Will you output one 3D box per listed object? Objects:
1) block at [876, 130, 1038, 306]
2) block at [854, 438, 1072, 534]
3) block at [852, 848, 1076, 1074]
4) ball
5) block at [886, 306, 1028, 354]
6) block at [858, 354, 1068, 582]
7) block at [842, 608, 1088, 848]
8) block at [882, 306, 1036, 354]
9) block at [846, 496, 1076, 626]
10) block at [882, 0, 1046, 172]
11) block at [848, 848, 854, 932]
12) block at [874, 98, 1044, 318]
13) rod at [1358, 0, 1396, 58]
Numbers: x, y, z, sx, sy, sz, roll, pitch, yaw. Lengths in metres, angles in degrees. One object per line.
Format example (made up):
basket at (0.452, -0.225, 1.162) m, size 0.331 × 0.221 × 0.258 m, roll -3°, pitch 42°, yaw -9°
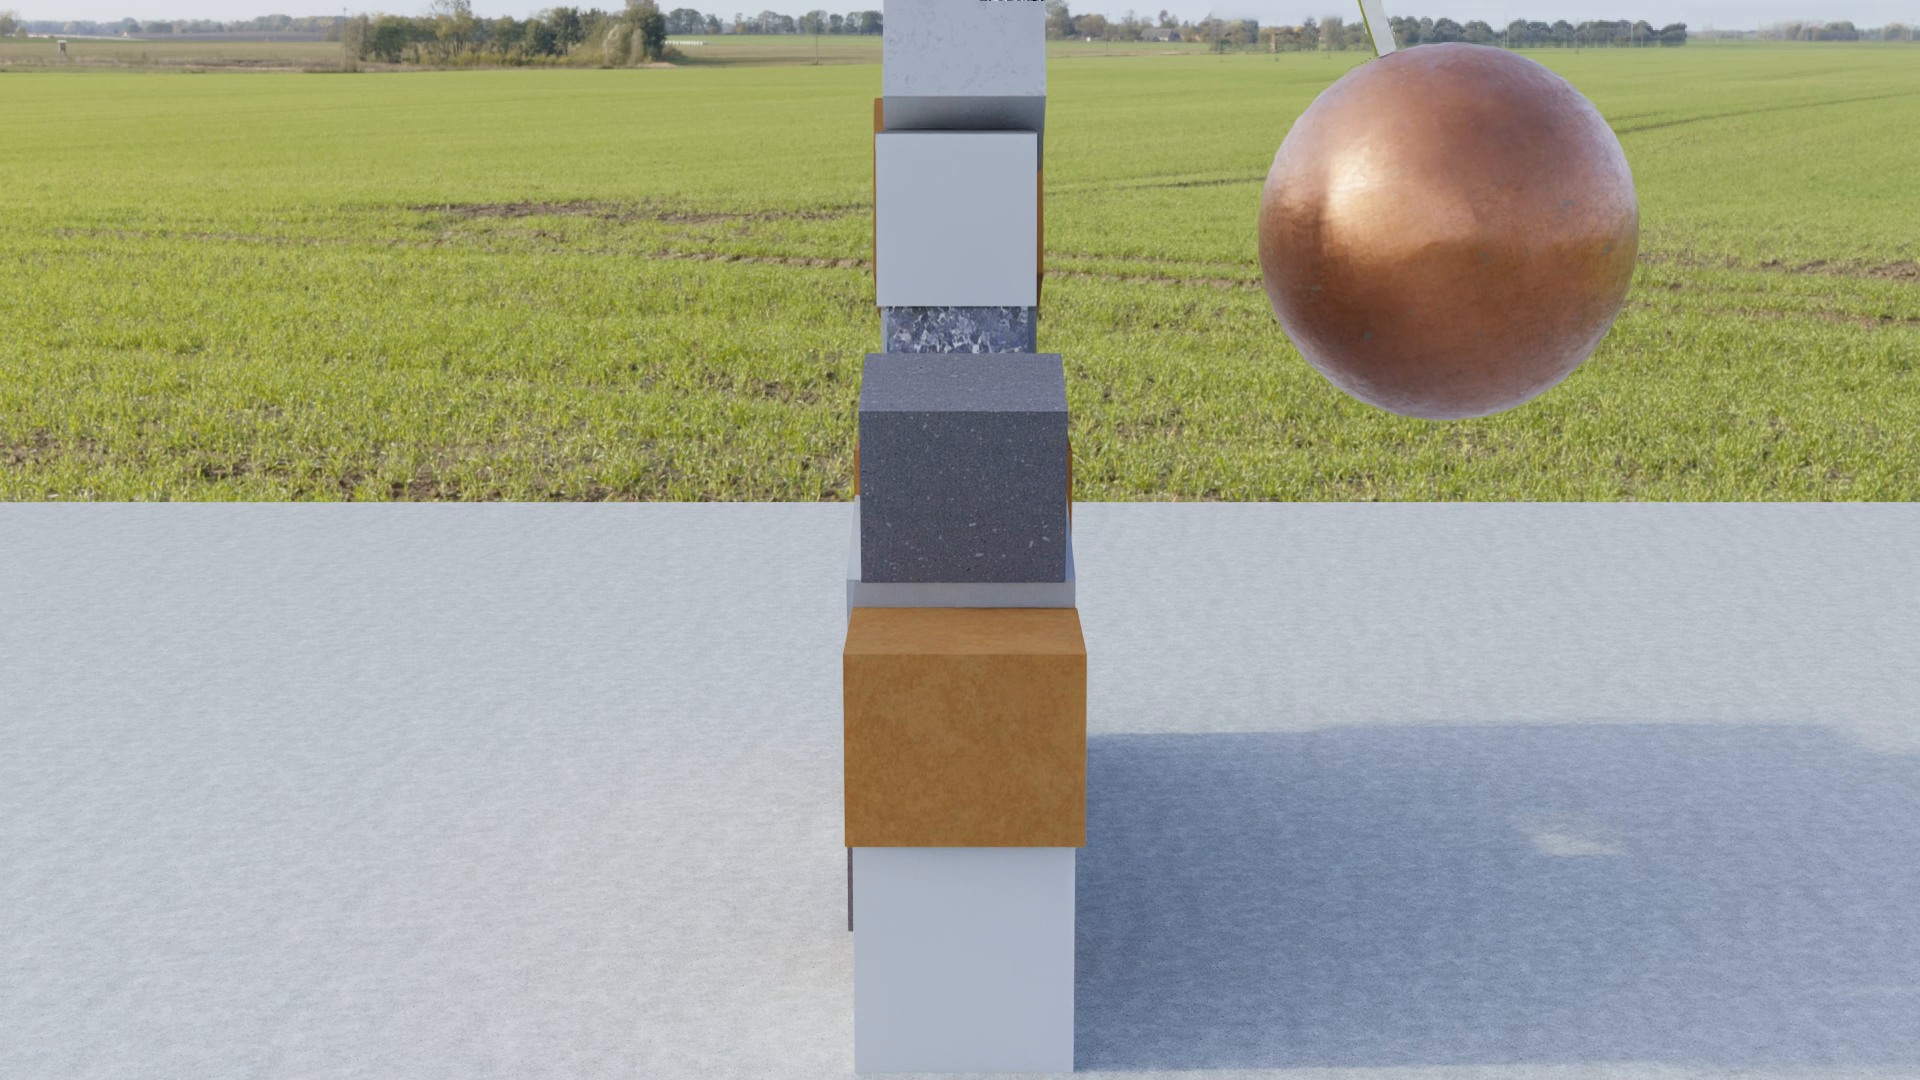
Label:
block at (-0.013, -1.293, 10.240) m, size 0.621 × 0.663 × 0.627 m, roll 0°, pitch 10°, yaw 0°
block at (0.012, 0.035, 10.814) m, size 0.880 × 0.953 × 0.814 m, roll 0°, pitch 10°, yaw 0°
block at (0.015, 1.387, 9.448) m, size 0.779 × 0.890 × 0.816 m, roll 0°, pitch 10°, yaw 0°
ball at (2.074, -1.310, 10.942) m, size 1.600 × 1.600 × 1.600 m, roll 0°, pitch 10°, yaw 0°
block at (-0.011, -0.670, 10.350) m, size 0.552 × 0.601 × 0.558 m, roll 0°, pitch 10°, yaw 0°
block at (0.012, -0.276, 9.554) m, size 0.745 × 0.662 × 0.669 m, roll 0°, pitch 22°, yaw 0°
block at (0.018, 0.651, 9.118) m, size 0.826 × 0.677 × 0.770 m, roll 0°, pitch 10°, yaw 0°
block at (-0.004, -0.764, 10.978) m, size 0.642 × 0.561 × 0.691 m, roll 0°, pitch 10°, yaw 0°
block at (0.004, 0.355, 9.947) m, size 0.841 × 0.804 × 0.857 m, roll 0°, pitch 22°, yaw 0°
block at (0.015, -1.973, 10.648) m, size 0.654 × 0.668 × 0.605 m, roll 0°, pitch -22°, yaw 0°
block at (-0.019, 1.023, 10.988) m, size 0.890 × 1.055 × 0.904 m, roll 0°, pitch 10°, yaw 0°
block at (-0.008, -1.563, 12.165) m, size 0.777 × 0.835 × 0.801 m, roll 0°, pitch -10°, yaw 0°
rod at (0.899, -4.448, 10.372) m, size 0.080 × 5.200 × 0.080 m, roll -20°, pitch 10°, yaw 4°
